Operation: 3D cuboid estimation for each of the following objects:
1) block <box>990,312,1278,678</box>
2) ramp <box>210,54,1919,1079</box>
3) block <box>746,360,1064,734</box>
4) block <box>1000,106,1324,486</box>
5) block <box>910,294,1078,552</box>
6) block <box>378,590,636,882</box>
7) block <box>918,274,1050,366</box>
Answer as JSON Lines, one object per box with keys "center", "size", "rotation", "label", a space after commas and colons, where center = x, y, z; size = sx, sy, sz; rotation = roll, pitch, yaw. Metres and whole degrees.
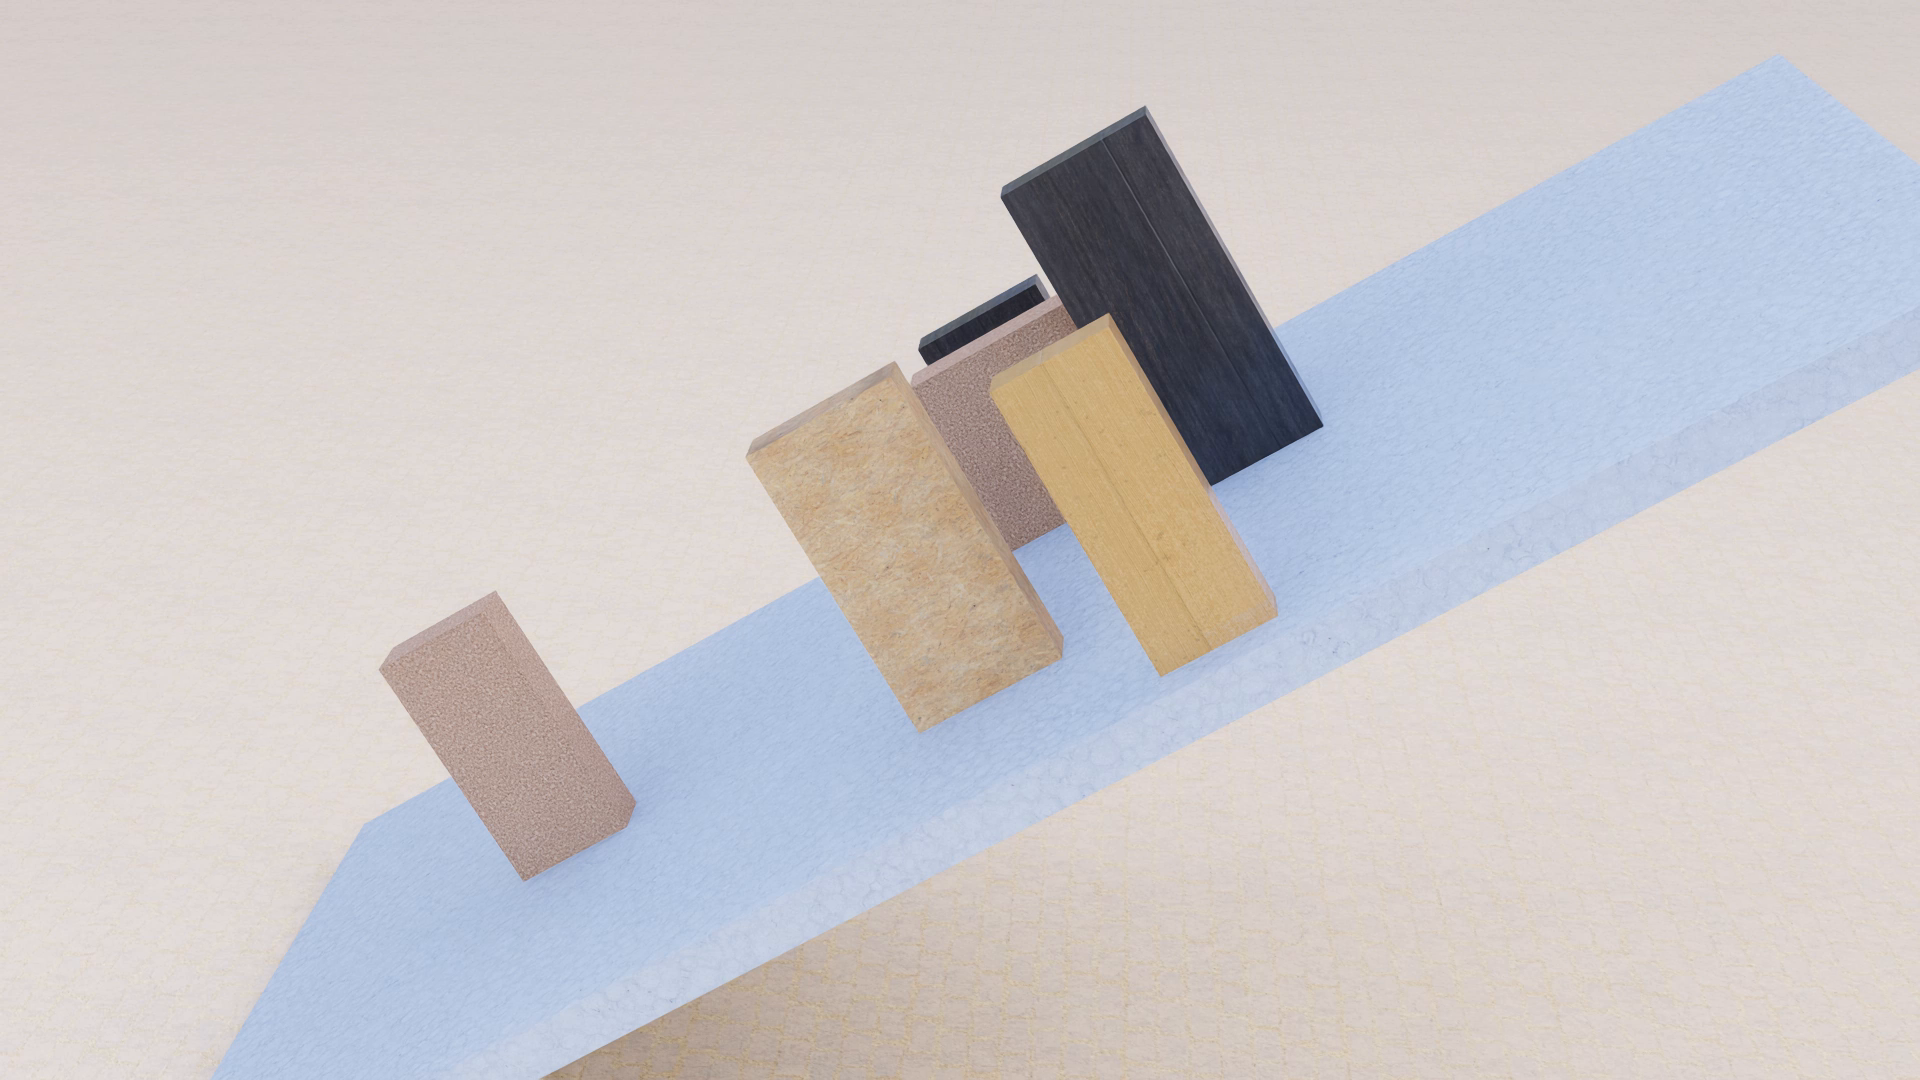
{"center": [0.316, -0.078, 5.303], "size": [0.243, 0.619, 0.100], "rotation": [-28, 15, 12], "label": "block"}
{"center": [0.142, 0.168, 6.285], "size": [4.000, 0.100, 2.000], "rotation": [-28, 15, 12], "label": "ramp"}
{"center": [-0.103, 0.017, 5.765], "size": [0.327, 0.657, 0.119], "rotation": [-28, 15, 12], "label": "block"}
{"center": [0.426, -0.489, 6.158], "size": [0.344, 0.759, 0.106], "rotation": [-28, 15, 12], "label": "block"}
{"center": [0.176, -0.265, 6.568], "size": [0.405, 0.439, 0.126], "rotation": [-28, 15, 12], "label": "block"}
{"center": [-0.974, 0.426, 6.362], "size": [0.269, 0.568, 0.132], "rotation": [-28, 15, 12], "label": "block"}
{"center": [0.151, -0.353, 6.914], "size": [0.316, 0.436, 0.105], "rotation": [-28, 15, 12], "label": "block"}
